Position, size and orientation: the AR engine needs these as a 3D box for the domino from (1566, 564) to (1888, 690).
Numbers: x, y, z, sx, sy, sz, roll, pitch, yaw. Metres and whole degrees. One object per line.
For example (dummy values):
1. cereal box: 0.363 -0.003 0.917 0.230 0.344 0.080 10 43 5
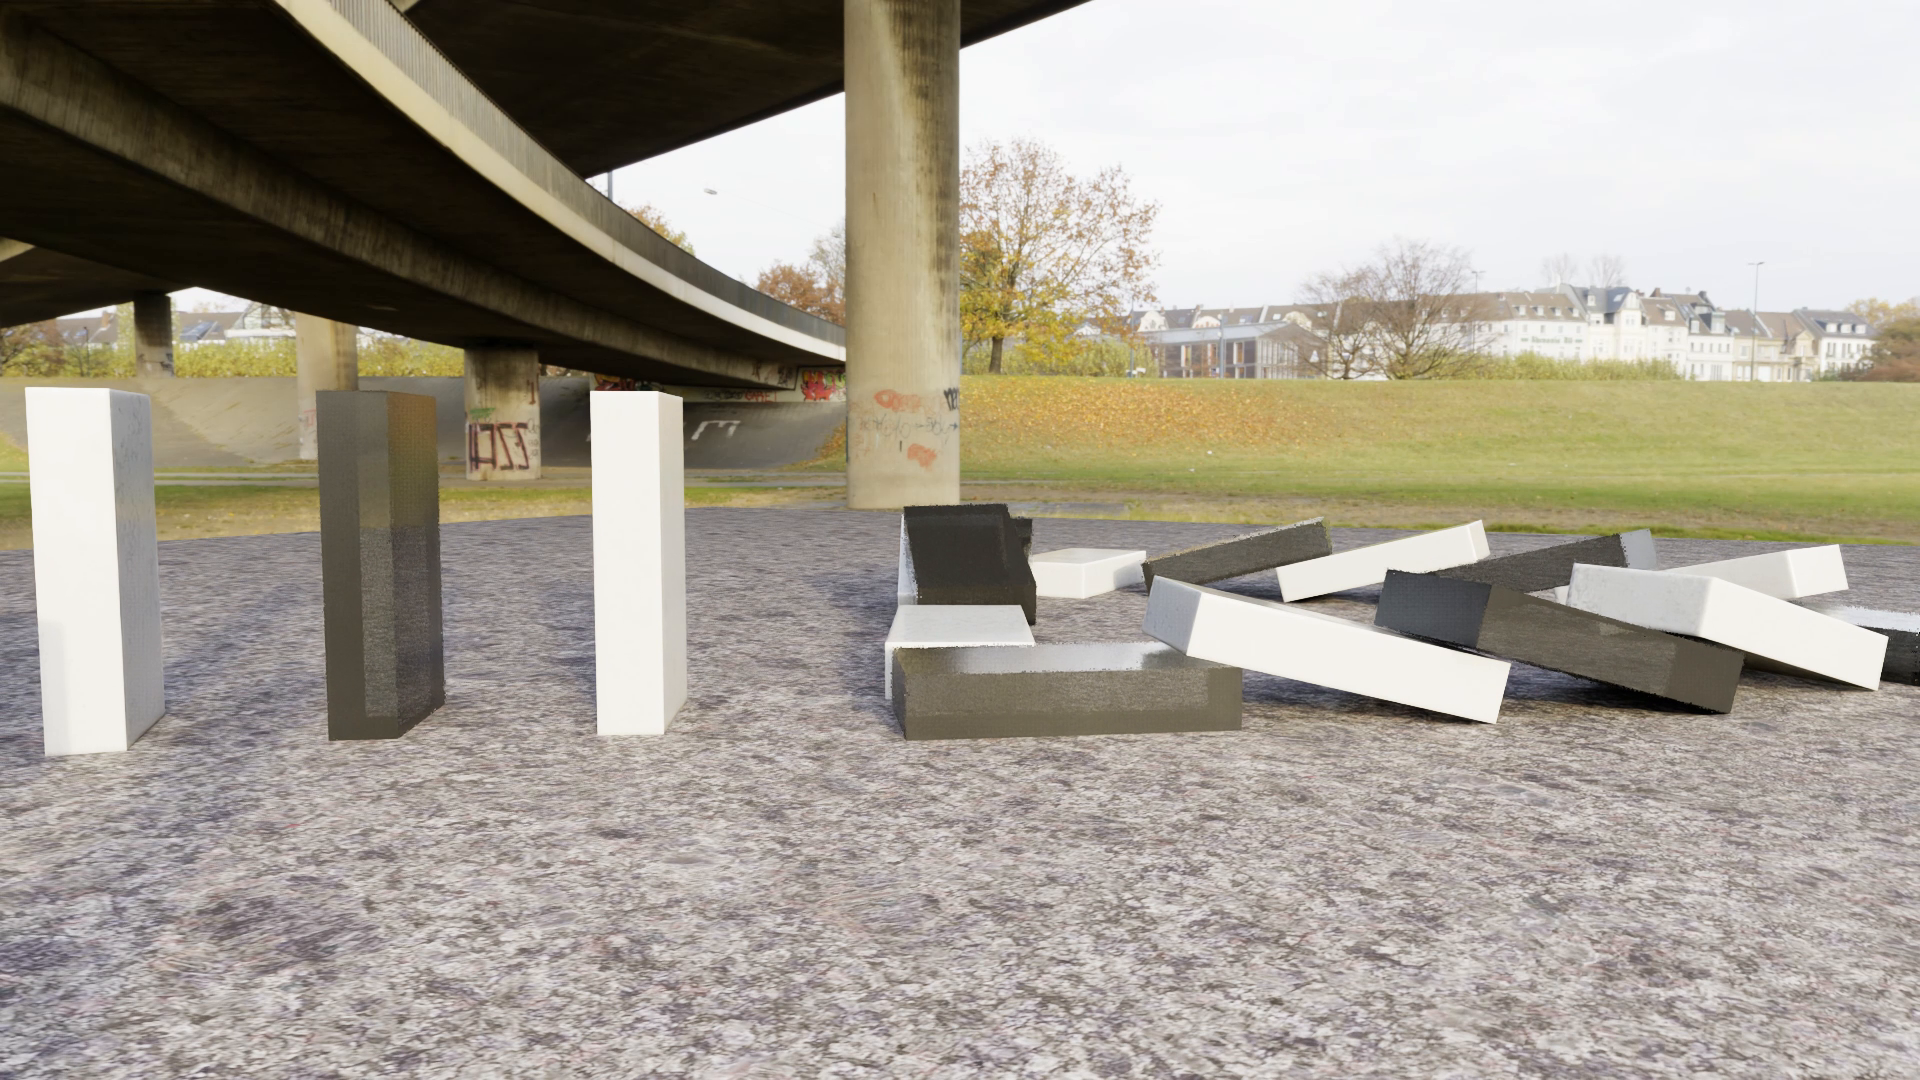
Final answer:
1. domino: 0.132 0.015 0.221 0.050 0.010 0.025 14 -2 -27

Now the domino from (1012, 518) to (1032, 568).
1. domino: 0.006 0.006 0.345 0.025 0.009 0.050 0 18 5

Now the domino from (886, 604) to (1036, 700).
1. domino: 0.000 0.020 0.239 0.025 0.010 0.050 0 4 0

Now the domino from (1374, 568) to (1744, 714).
1. domino: 0.096 0.016 0.207 0.050 0.009 0.025 14 0 -18

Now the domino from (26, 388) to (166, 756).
1. domino: -0.125 0.004 0.186 0.009 0.050 0.025 -2 5 -21

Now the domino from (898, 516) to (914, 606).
1. domino: -0.002 0.007 0.312 0.025 0.009 0.050 0 22 -1

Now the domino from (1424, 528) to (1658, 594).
1. domino: 0.141 0.008 0.317 0.050 0.010 0.025 -16 -8 42

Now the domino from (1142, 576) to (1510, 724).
1. domino: 0.057 0.017 0.204 0.050 0.009 0.025 13 2 -8

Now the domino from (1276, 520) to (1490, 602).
1. domino: 0.113 0.006 0.344 0.050 0.009 0.025 -15 -4 29

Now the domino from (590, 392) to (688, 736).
1. domino: -0.049 0.003 0.198 0.009 0.050 0.025 0 4 -4

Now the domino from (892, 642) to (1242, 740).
1. domino: 0.015 0.023 0.199 0.050 0.010 0.025 -1 4 -8

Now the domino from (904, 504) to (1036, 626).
1. domino: 0.001 0.005 0.292 0.025 0.009 0.050 -2 22 -5

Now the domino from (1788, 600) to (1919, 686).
1. domino: 0.174 0.020 0.243 0.025 0.009 0.050 -2 5 -24

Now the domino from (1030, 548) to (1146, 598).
1. domino: 0.035 0.009 0.380 0.025 0.009 0.050 2 5 28

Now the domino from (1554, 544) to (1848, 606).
1. domino: 0.163 0.011 0.284 0.025 0.009 0.050 -3 -9 -36

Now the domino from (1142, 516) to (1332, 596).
1. domino: 0.078 0.004 0.362 0.050 0.009 0.025 -14 0 18

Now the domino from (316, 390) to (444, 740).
1. domino: -0.087 0.003 0.195 0.010 0.050 0.025 -1 4 -7
